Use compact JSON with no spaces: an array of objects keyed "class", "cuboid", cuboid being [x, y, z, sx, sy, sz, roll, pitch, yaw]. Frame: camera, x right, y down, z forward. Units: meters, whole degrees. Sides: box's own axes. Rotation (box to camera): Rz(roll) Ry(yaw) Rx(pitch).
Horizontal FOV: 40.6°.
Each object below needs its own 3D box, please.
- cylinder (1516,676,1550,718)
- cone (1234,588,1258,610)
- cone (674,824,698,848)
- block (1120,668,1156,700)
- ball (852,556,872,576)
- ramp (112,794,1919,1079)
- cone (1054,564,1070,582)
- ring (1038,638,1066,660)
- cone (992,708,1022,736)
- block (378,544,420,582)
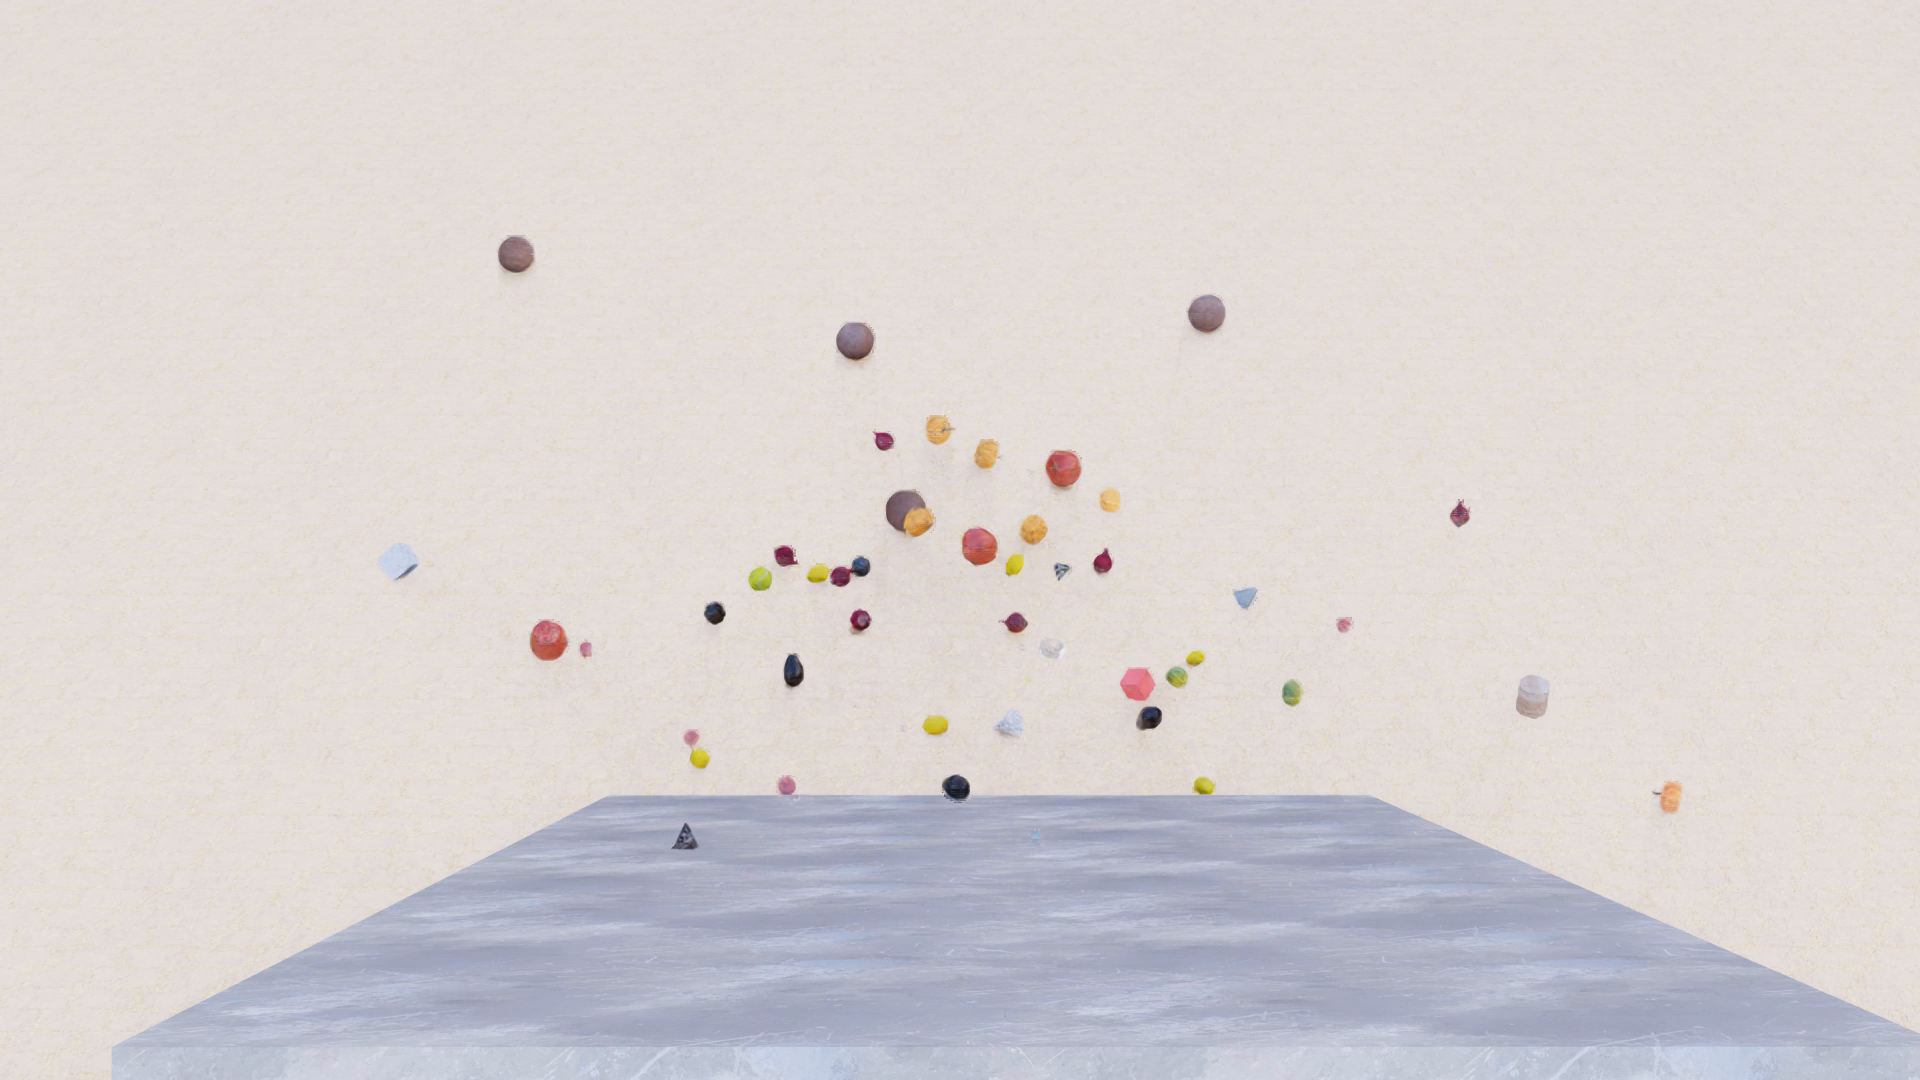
[{"class":"cylinder","cuboid":[1.595,0.436,7.228,0.085,0.085,0.085,0,35,0]},{"class":"cone","cuboid":[0.850,0.159,7.614,0.067,0.067,0.067,-36,26,24]},{"class":"cone","cuboid":[-0.556,0.597,5.265,0.053,0.053,0.053,0,-2,0]},{"class":"block","cuboid":[0.497,0.403,7.261,0.062,0.062,0.062,3,46,41]},{"class":"ball","cuboid":[-0.296,0.081,7.763,0.060,0.060,0.060,0,35,0]},{"class":"ramp","cuboid":[0.077,0.661,4.822,2.000,0.100,4.000,0,-2,0]},{"class":"cone","cuboid":[0.299,0.104,7.760,0.051,0.051,0.051,9,62,13]},{"class":"ring","cuboid":[0.262,0.313,7.456,0.080,0.027,0.080,-1,36,0]},{"class":"cone","cuboid":[0.120,0.511,7.163,0.078,0.078,0.078,-15,27,27]},{"class":"block","cuboid":[-1.667,0.065,7.721,0.075,0.075,0.075,51,14,3]}]
